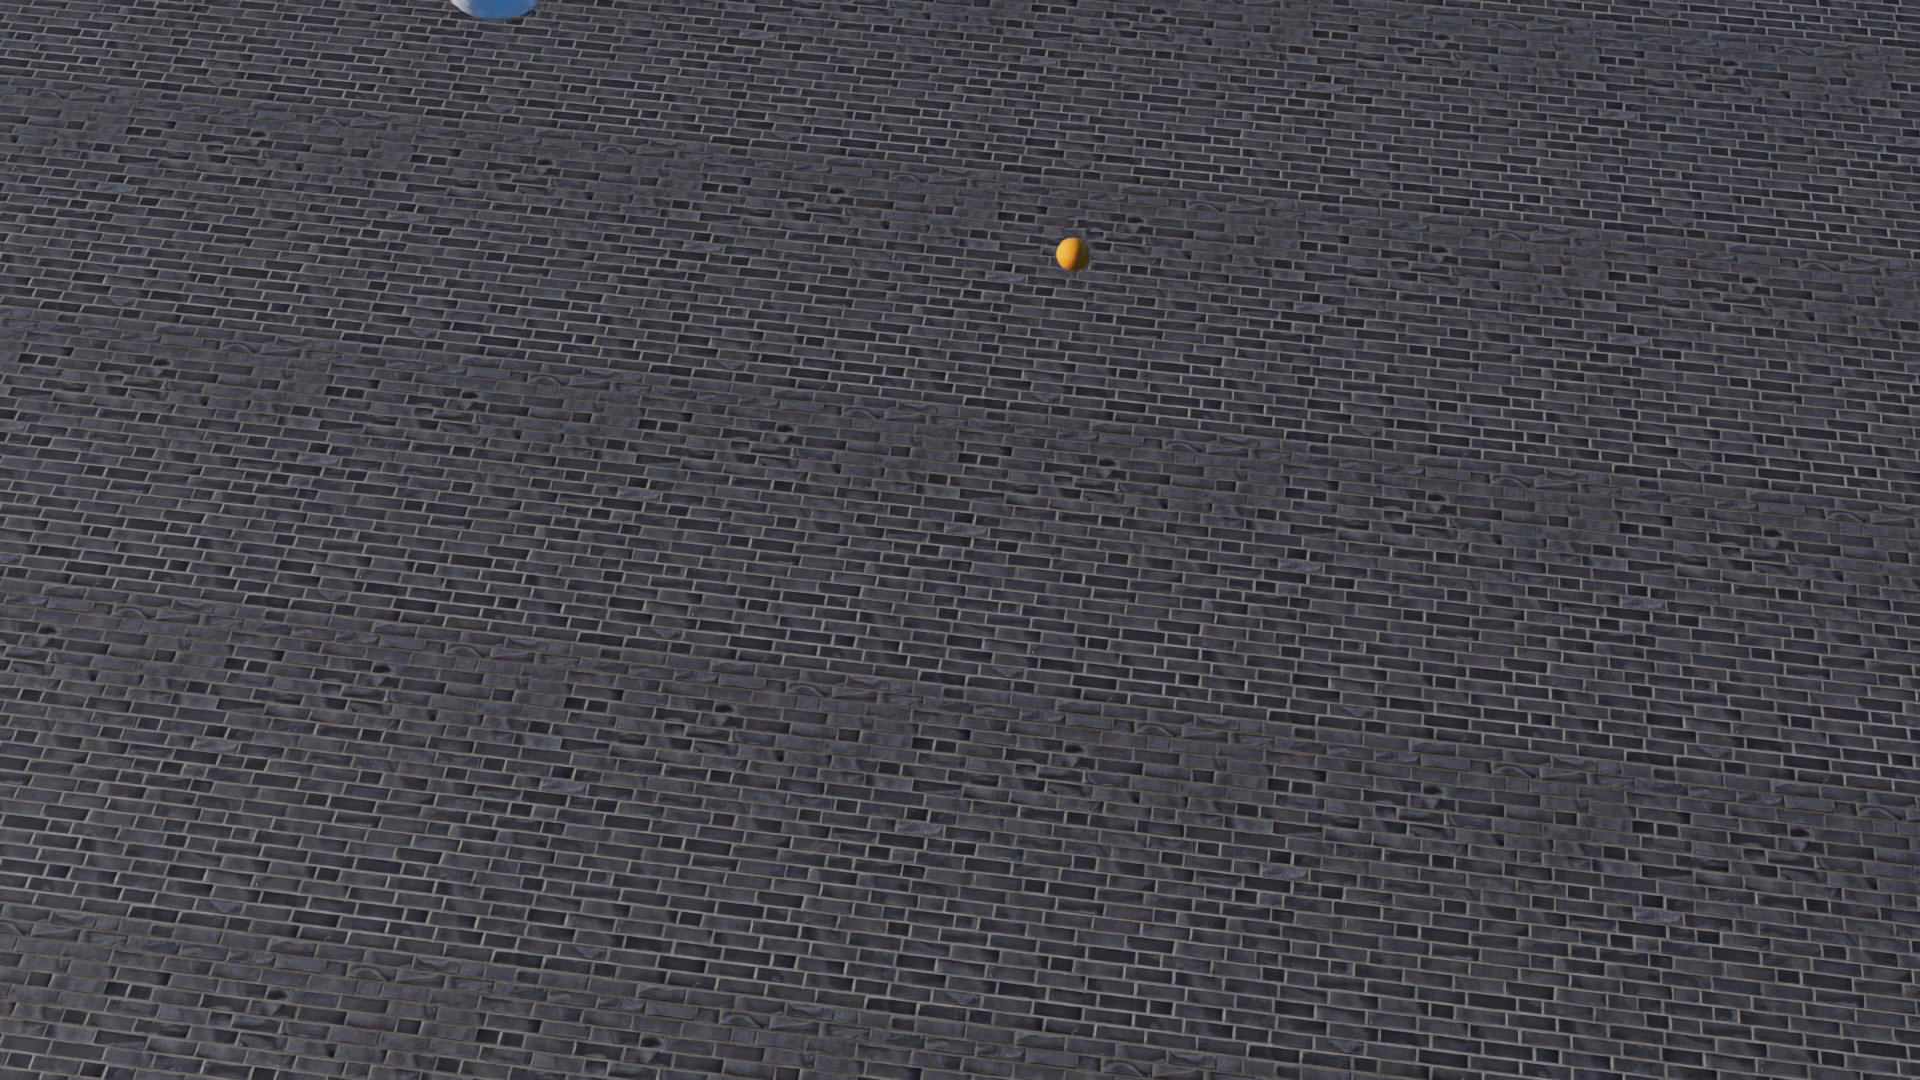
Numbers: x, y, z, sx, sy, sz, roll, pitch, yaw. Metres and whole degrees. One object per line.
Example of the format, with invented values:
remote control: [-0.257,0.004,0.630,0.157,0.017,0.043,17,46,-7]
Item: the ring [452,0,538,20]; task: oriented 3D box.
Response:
ring: [-1.018,-1.252,4.801,0.253,0.231,0.090,-7,16,-28]
